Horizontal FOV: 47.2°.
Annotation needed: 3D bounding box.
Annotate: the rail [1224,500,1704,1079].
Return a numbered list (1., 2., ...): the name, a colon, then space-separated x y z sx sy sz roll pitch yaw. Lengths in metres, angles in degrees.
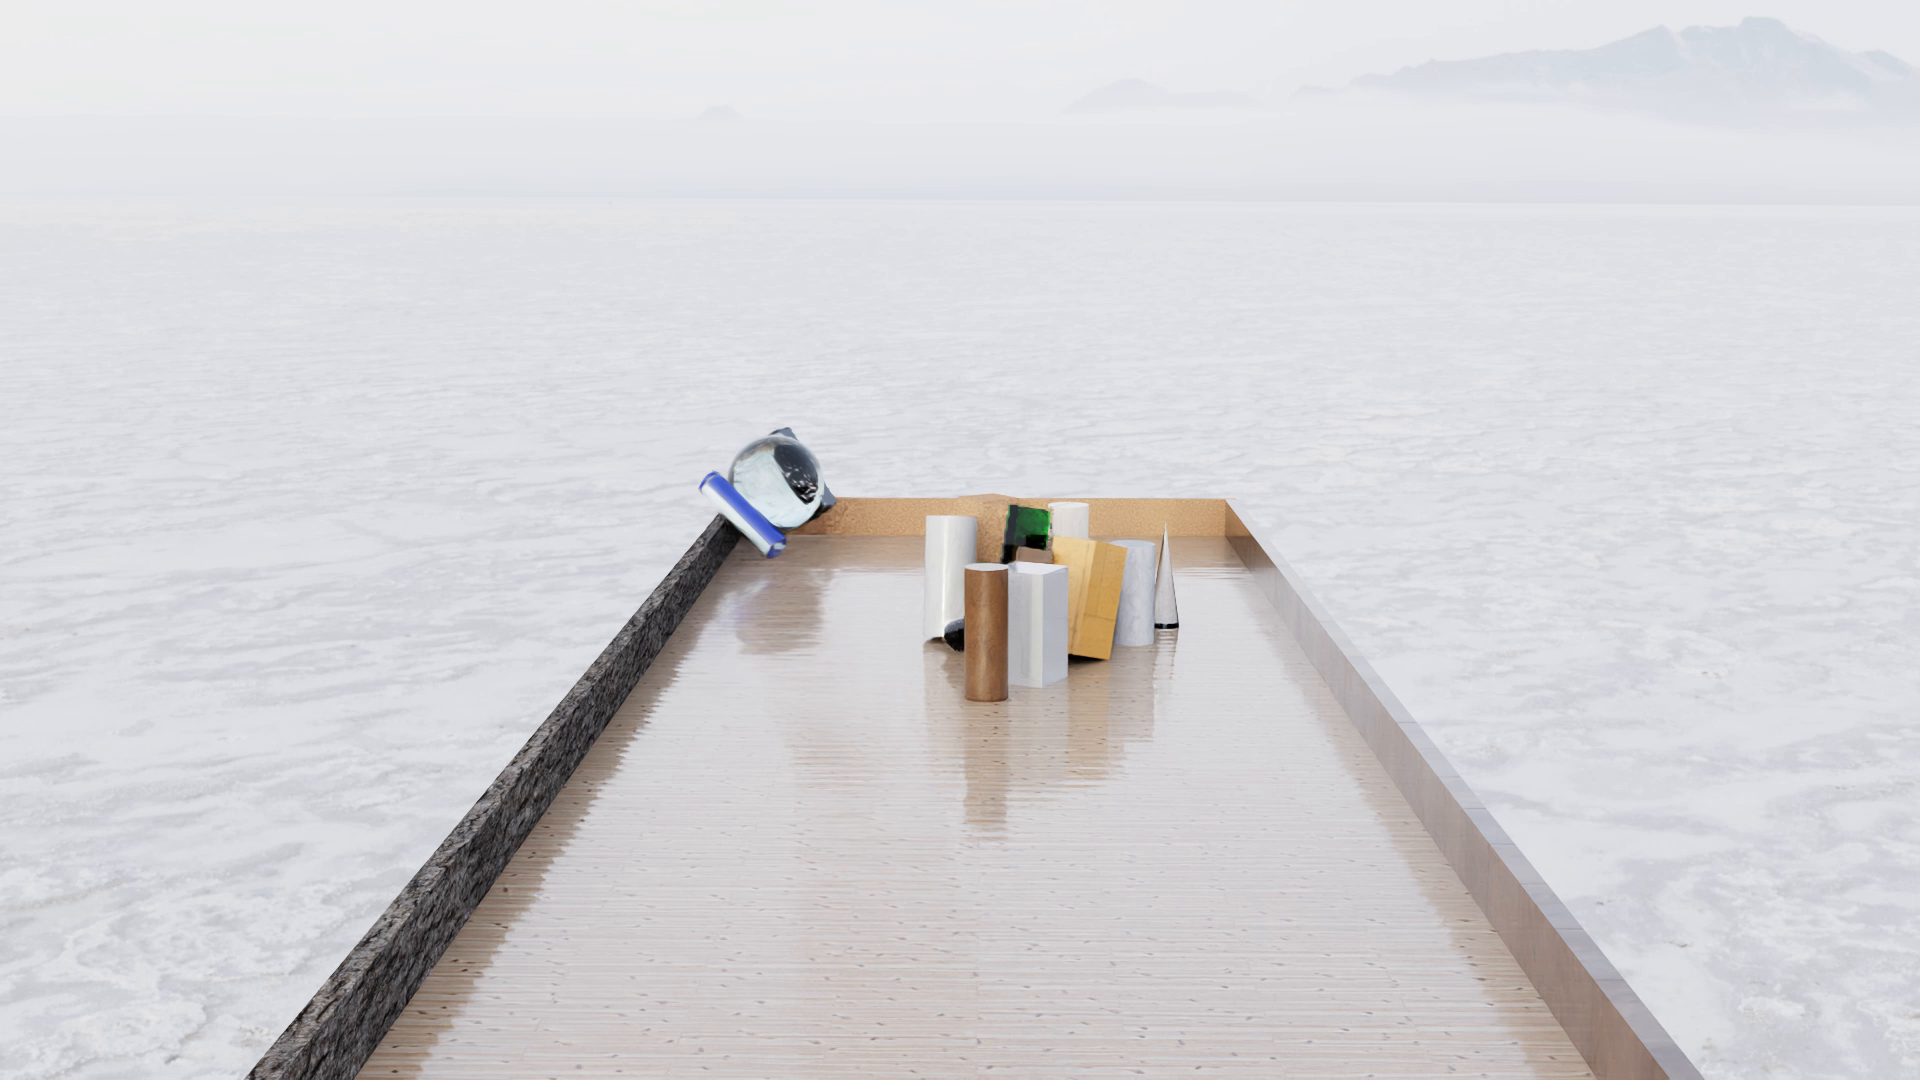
1. rail: 1.046 0.843 3.208 0.050 0.150 12.000 0 9 1

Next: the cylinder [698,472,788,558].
1. cylinder: -0.846 -0.099 8.561 0.403 0.104 0.104 44 27 18

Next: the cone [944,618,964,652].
1. cone: 0.077 0.254 6.719 0.100 0.100 0.305 -7 -13 -36

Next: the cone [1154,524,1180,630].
1. cone: 0.670 0.111 7.198 0.101 0.348 0.101 0 9 0

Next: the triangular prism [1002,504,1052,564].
1. triangular prism: 0.163 0.117 6.833 0.145 0.444 0.125 8 0 -23

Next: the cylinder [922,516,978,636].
1. cylinder: -0.032 0.115 6.993 0.164 0.380 0.164 2 -1 0

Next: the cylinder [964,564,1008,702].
1. cylinder: 0.074 0.260 6.177 0.125 0.374 0.125 0 9 0

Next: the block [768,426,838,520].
1. block: -0.673 -0.271 9.051 0.121 0.377 0.121 -35 -7 24

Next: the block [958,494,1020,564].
1. block: 0.093 0.074 7.171 0.144 0.430 0.144 -6 11 -34

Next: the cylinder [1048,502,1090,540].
1. cylinder: 0.354 0.083 7.202 0.133 0.401 0.133 0 9 0

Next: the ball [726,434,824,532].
1. ball: -0.739 -0.226 8.804 0.391 0.391 0.391 0 9 0

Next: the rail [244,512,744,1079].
1. rail: -1.004 0.839 3.234 0.050 0.150 12.000 0 9 1

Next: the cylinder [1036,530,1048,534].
1. cylinder: 0.263 0.033 8.442 0.112 0.112 0.434 7 12 38

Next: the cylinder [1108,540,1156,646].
1. cylinder: 0.541 0.166 6.960 0.152 0.313 0.152 0 9 0

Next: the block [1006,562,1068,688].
1. block: 0.200 0.244 6.412 0.173 0.331 0.173 5 10 27

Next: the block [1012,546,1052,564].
1. block: 0.196 0.187 6.704 0.109 0.326 0.109 10 -1 -5

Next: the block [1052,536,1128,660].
1. block: 0.371 0.175 6.702 0.162 0.346 0.162 8 -2 41

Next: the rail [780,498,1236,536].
1. rail: 0.099 -0.098 9.147 2.100 0.150 0.050 0 9 1

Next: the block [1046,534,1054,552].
1. block: 0.227 0.154 6.944 0.126 0.338 0.126 6 9 35
